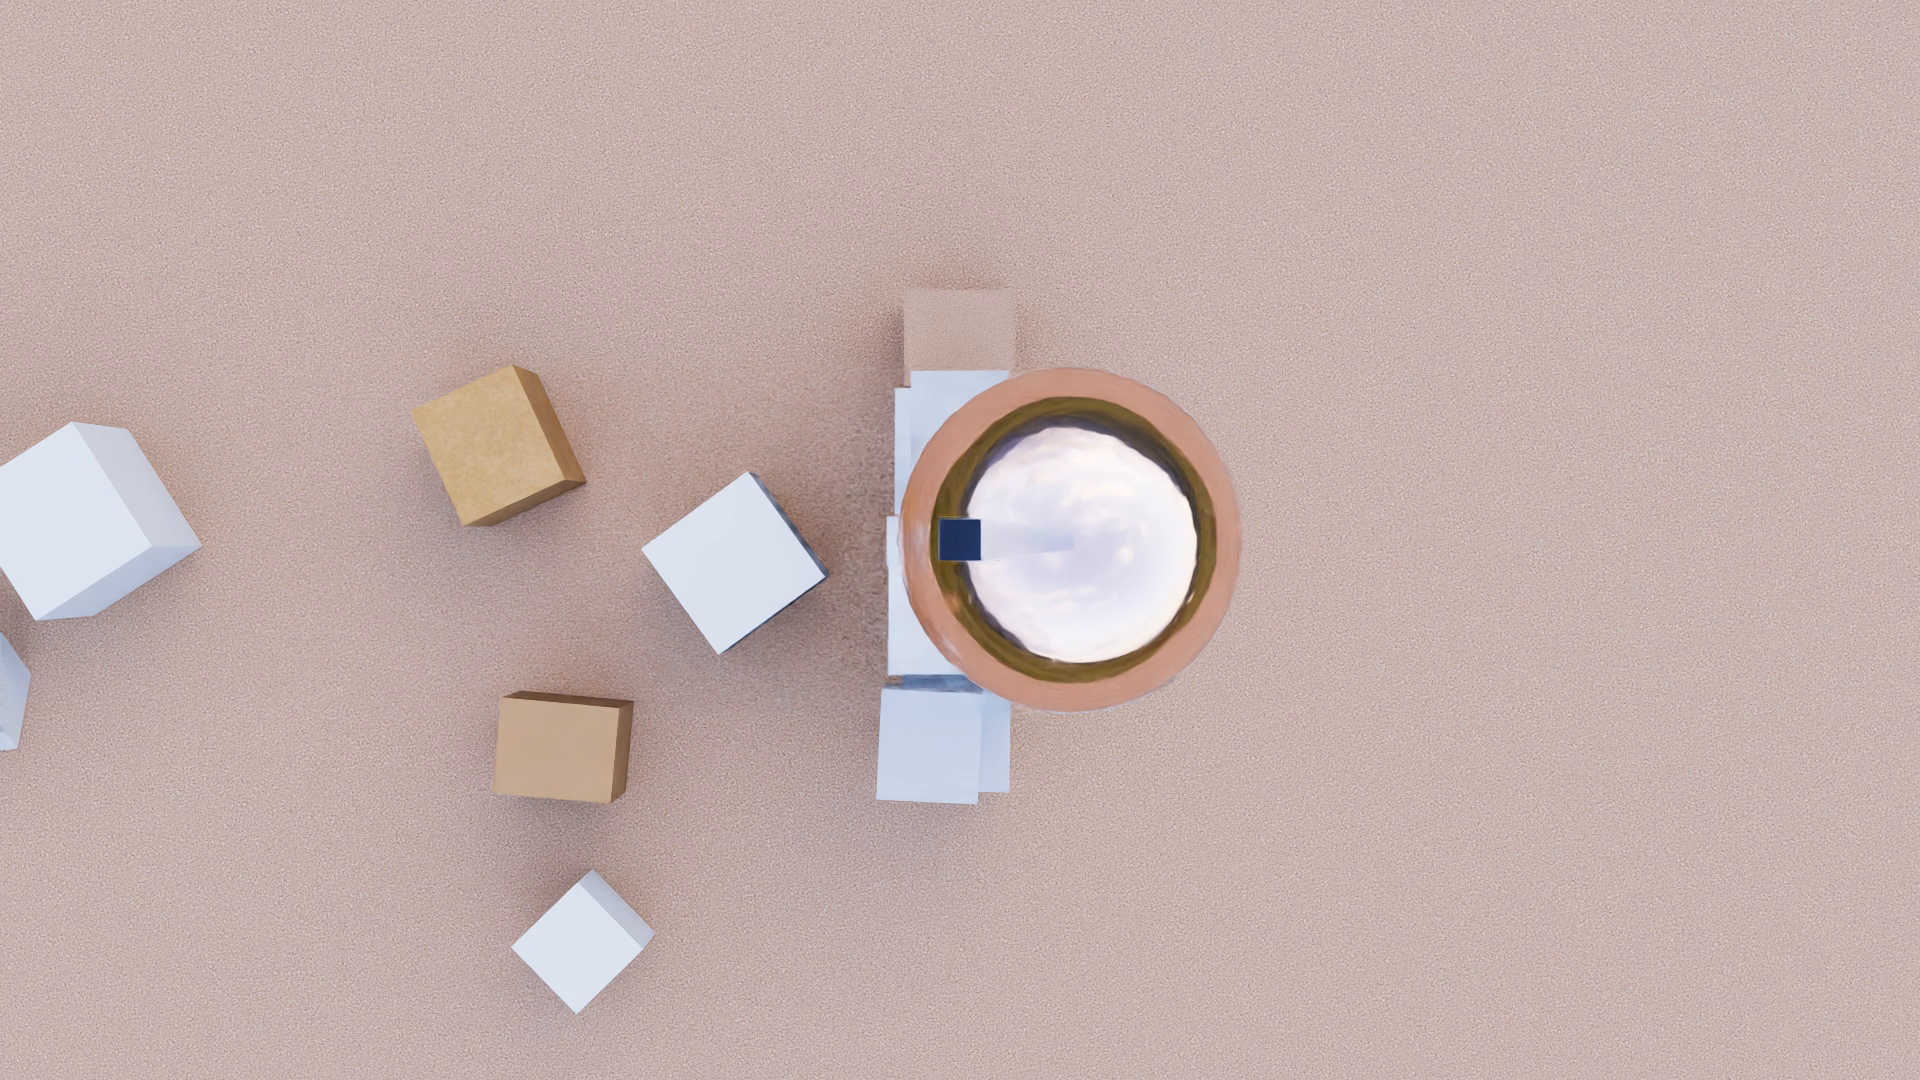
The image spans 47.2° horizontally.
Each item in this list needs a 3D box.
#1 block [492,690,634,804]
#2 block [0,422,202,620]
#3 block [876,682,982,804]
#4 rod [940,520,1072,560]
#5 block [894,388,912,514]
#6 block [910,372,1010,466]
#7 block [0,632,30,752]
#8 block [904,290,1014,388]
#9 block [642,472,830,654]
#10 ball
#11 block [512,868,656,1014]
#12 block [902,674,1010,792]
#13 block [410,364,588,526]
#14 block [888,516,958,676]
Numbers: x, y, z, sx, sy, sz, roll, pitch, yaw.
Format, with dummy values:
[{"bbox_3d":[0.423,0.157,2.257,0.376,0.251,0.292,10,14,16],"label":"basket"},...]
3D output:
[{"bbox_3d":[-2.285,1.190,12.716,0.671,0.568,0.542,5,90,0],"label":"block"},{"bbox_3d":[-5.020,-0.104,12.590,0.764,0.819,0.821,-33,90,0],"label":"block"},{"bbox_3d":[-0.164,1.112,12.093,0.543,0.537,0.594,3,90,0],"label":"block"},{"bbox_3d":[0.220,0.000,6.783,0.080,5.200,0.080,0,90,5],"label":"rod"},{"bbox_3d":[-0.008,-0.500,12.667,0.715,0.665,0.705,0,90,0],"label":"block"},{"bbox_3d":[0.000,-0.651,12.024,0.524,0.621,0.495,0,90,0],"label":"block"},{"bbox_3d":[-5.765,0.892,12.636,0.578,0.470,0.565,-12,47,0],"label":"block"},{"bbox_3d":[-0.004,-1.132,12.672,0.622,0.655,0.540,0,90,0],"label":"block"},{"bbox_3d":[-1.281,0.129,12.703,0.745,0.595,0.740,-36,90,0],"label":"block"},{"bbox_3d":[0.507,0.000,10.171,1.600,1.600,1.600,0,90,0],"label":"ball"},{"bbox_3d":[-2.174,2.317,12.741,0.528,0.517,0.532,-44,90,0],"label":"block"},{"bbox_3d":[-0.023,1.086,12.681,0.607,0.639,0.656,1,90,0],"label":"block"},{"bbox_3d":[-2.633,-0.529,12.628,0.623,0.744,0.707,-25,90,0],"label":"block"},{"bbox_3d":[-0.007,0.302,12.521,0.777,0.959,0.874,0,90,0],"label":"block"}]
